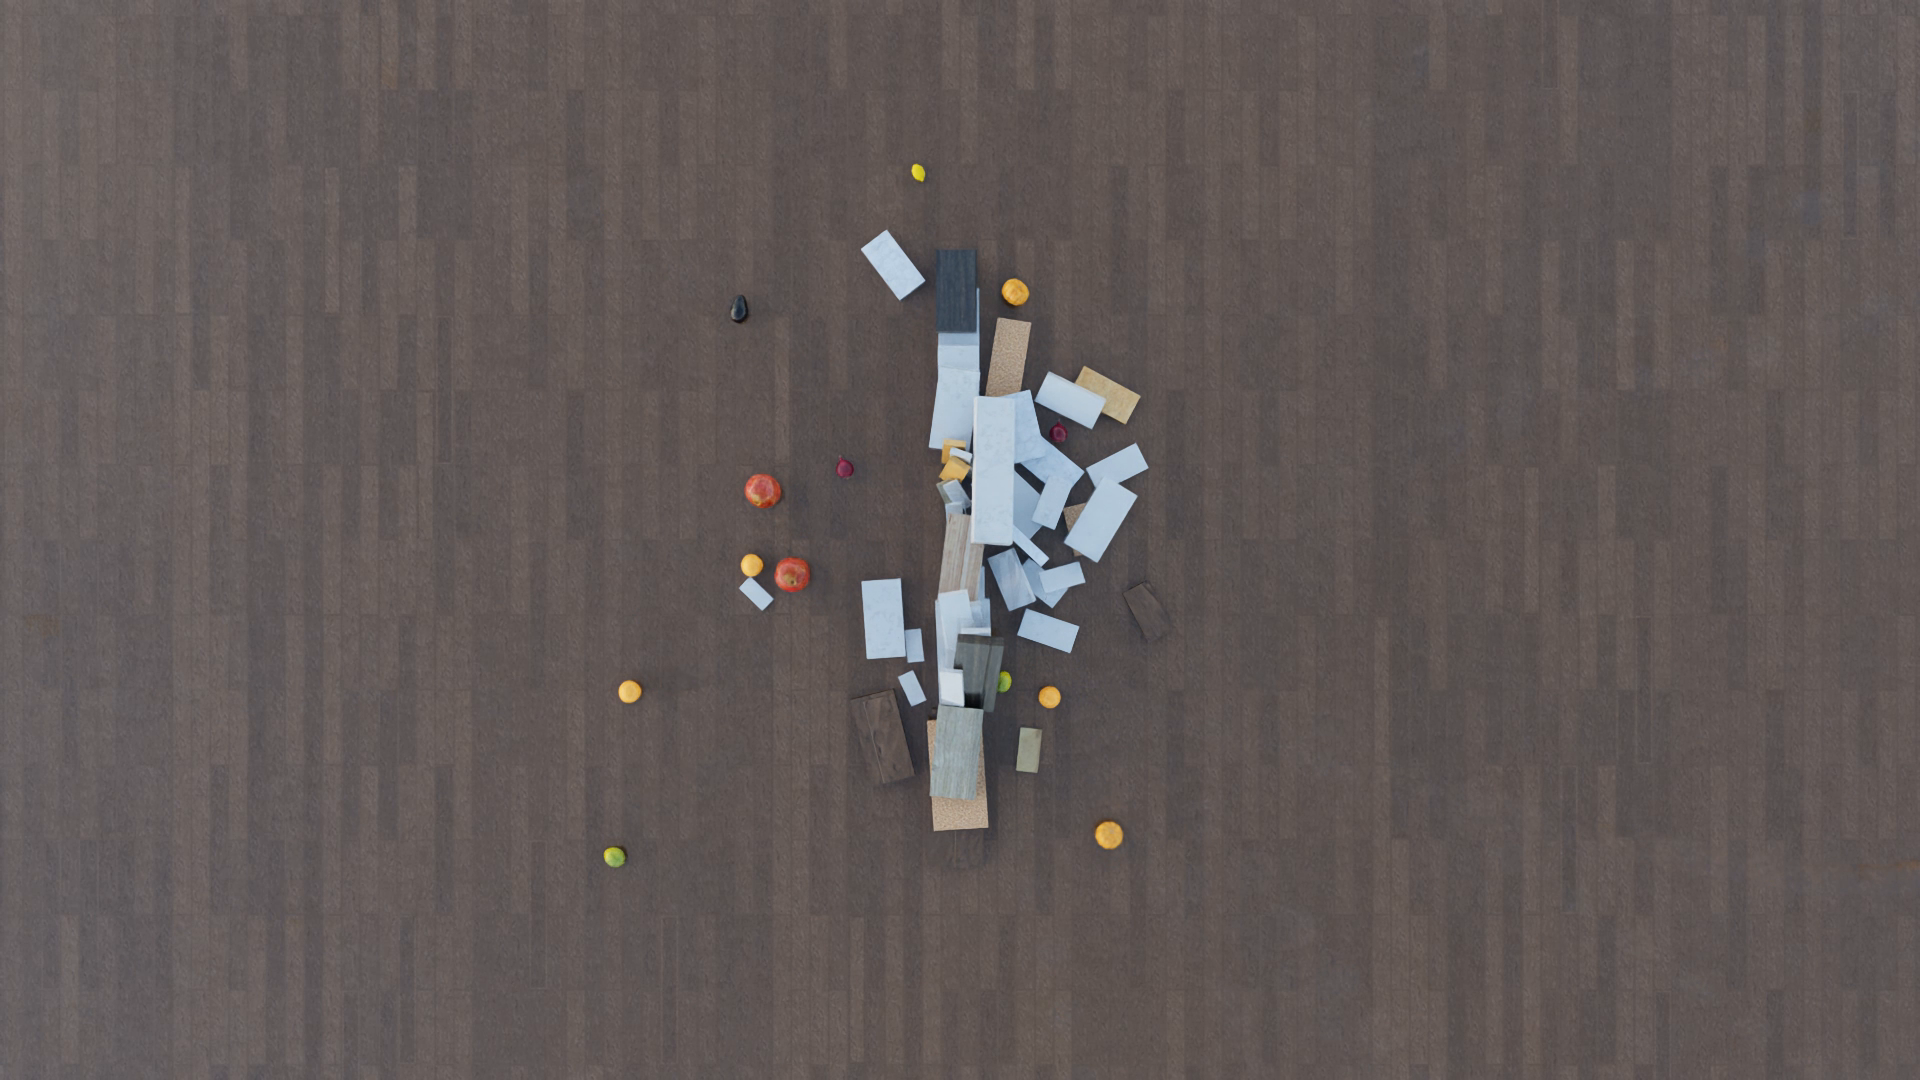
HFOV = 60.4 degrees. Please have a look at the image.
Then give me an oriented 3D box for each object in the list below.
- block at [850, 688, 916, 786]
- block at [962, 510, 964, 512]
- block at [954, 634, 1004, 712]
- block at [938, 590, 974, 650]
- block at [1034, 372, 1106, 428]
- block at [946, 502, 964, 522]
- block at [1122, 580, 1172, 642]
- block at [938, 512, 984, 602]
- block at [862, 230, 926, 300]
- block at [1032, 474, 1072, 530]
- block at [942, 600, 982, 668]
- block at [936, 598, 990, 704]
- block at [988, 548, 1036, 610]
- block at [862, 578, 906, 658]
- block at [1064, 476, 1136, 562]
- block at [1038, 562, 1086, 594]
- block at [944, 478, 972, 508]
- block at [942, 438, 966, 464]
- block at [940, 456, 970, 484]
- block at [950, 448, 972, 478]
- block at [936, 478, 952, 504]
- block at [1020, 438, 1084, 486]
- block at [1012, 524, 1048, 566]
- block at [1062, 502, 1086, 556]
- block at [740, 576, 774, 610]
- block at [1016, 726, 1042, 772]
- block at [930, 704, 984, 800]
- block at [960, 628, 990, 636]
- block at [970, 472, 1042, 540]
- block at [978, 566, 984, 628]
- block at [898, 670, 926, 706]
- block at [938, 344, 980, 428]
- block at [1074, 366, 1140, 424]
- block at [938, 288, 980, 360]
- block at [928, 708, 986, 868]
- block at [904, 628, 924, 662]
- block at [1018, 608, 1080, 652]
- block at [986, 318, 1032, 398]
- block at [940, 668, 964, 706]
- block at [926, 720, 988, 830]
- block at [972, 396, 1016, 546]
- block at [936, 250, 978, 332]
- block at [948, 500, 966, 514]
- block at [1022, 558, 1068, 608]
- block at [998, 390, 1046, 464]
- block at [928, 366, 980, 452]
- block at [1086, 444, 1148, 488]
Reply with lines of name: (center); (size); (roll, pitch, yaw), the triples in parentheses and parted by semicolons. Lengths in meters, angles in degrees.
block: (-0.256, 0.655, 5.479); (0.148, 0.042, 0.295); (-14, 90, 0)
block: (-0.008, -0.046, 5.467); (0.055, 0.016, 0.111); (-7, 114, -1)
block: (0.051, 0.432, 5.336); (0.148, 0.042, 0.295); (5, 129, -3)
block: (-0.006, 0.255, 5.304); (0.095, 0.027, 0.190); (-9, 114, 4)
block: (0.366, -0.463, 5.462); (0.212, 0.030, 0.106); (26, 116, 1)
block: (-0.016, -0.068, 5.439); (0.055, 0.016, 0.111); (-7, 114, -1)
block: (0.623, 0.238, 5.487); (0.093, 0.026, 0.185); (-28, 90, 0)
block: (0.007, 0.065, 5.364); (0.129, 0.036, 0.294); (7, 89, 0)
block: (-0.222, -0.913, 5.485); (0.106, 0.030, 0.212); (-37, 90, 0)
block: (0.304, -0.126, 5.451); (0.083, 0.023, 0.166); (22, 87, -1)
block: (0.014, 0.326, 5.371); (0.129, 0.036, 0.257); (-5, 114, 2)
block: (0.015, 0.374, 5.463); (0.179, 0.051, 0.357); (-2, 94, 0)
block: (0.171, 0.131, 5.466); (0.095, 0.027, 0.190); (-23, 90, 28)
block: (-0.253, 0.261, 5.482); (0.129, 0.036, 0.257); (-4, 90, 0)
block: (0.464, -0.069, 5.457); (0.129, 0.036, 0.257); (31, 90, -1)
block: (0.336, 0.126, 5.470); (0.144, 0.020, 0.072); (-15, 81, -12)
block: (-0.008, -0.147, 5.454); (0.054, 0.015, 0.107); (-26, 117, 9)
block: (-0.021, -0.288, 5.428); (0.073, 0.147, 0.021); (7, 68, 0)
block: (-0.017, -0.224, 5.429); (0.073, 0.147, 0.021); (33, 65, 0)
block: (0.008, -0.254, 5.422); (0.073, 0.147, 0.021); (20, 70, 12)
block: (-0.033, -0.149, 5.469); (0.054, 0.015, 0.107); (-26, 117, 0)
block: (0.291, -0.254, 5.484); (0.226, 0.032, 0.113); (40, 90, 0)
block: (0.164, -0.034, 5.433); (0.313, 0.134, 0.038); (43, 90, 0)
block: (0.401, -0.035, 5.488); (0.083, 0.023, 0.166); (-14, 90, 0)
block: (-0.678, 0.178, 5.492); (0.108, 0.015, 0.054); (44, 90, 0)
block: (0.230, 0.698, 5.490); (0.072, 0.020, 0.144); (6, 90, 0)
block: (-0.011, 0.691, 5.378); (0.148, 0.042, 0.295); (6, 90, 0)
block: (0.052, 0.363, 5.327); (0.095, 0.027, 0.190); (-1, 129, 0)
block: (0.178, -0.140, 5.481); (0.267, 0.038, 0.134); (44, 90, 0)
block: (0.016, 0.215, 5.409); (0.129, 0.036, 0.257); (0, 94, 0)
block: (-0.159, 0.494, 5.492); (0.054, 0.015, 0.108); (-25, 90, 0)
block: (-0.004, -0.508, 5.454); (0.135, 0.038, 0.269); (0, 102, 0)
block: (0.481, -0.481, 5.485); (0.212, 0.030, 0.106); (28, 90, 0)
block: (-0.004, -0.700, 5.481); (0.135, 0.038, 0.269); (0, 90, 0)
block: (-0.009, 0.821, 5.475); (0.179, 0.051, 0.521); (1, 90, 0)
block: (-0.152, 0.352, 5.492); (0.054, 0.015, 0.108); (-6, 90, 0)
block: (0.293, 0.301, 5.487); (0.185, 0.026, 0.093); (19, 90, 0)
block: (0.150, -0.536, 5.484); (0.113, 0.032, 0.391); (9, 90, 0)
block: (-0.025, 0.477, 5.334); (0.072, 0.020, 0.144); (5, 128, 11)
block: (-0.008, 0.768, 5.424); (0.179, 0.051, 0.357); (-4, 90, 0)
block: (0.108, -0.225, 5.360); (0.129, 0.036, 0.481); (4, 80, -15)
block: (-0.012, -0.821, 5.443); (0.135, 0.038, 0.269); (0, 90, 0)
block: (-0.004, -0.076, 5.471); (0.054, 0.015, 0.107); (-9, 114, 0)
block: (0.268, 0.143, 5.488); (0.166, 0.023, 0.083); (39, 90, 0)
block: (0.202, -0.373, 5.452); (0.113, 0.032, 0.226); (-13, 90, 0)
block: (-0.018, -0.430, 5.431); (0.134, 0.038, 0.267); (8, 102, -2)
block: (0.522, -0.239, 5.487); (0.185, 0.026, 0.093); (-27, 90, 0)
